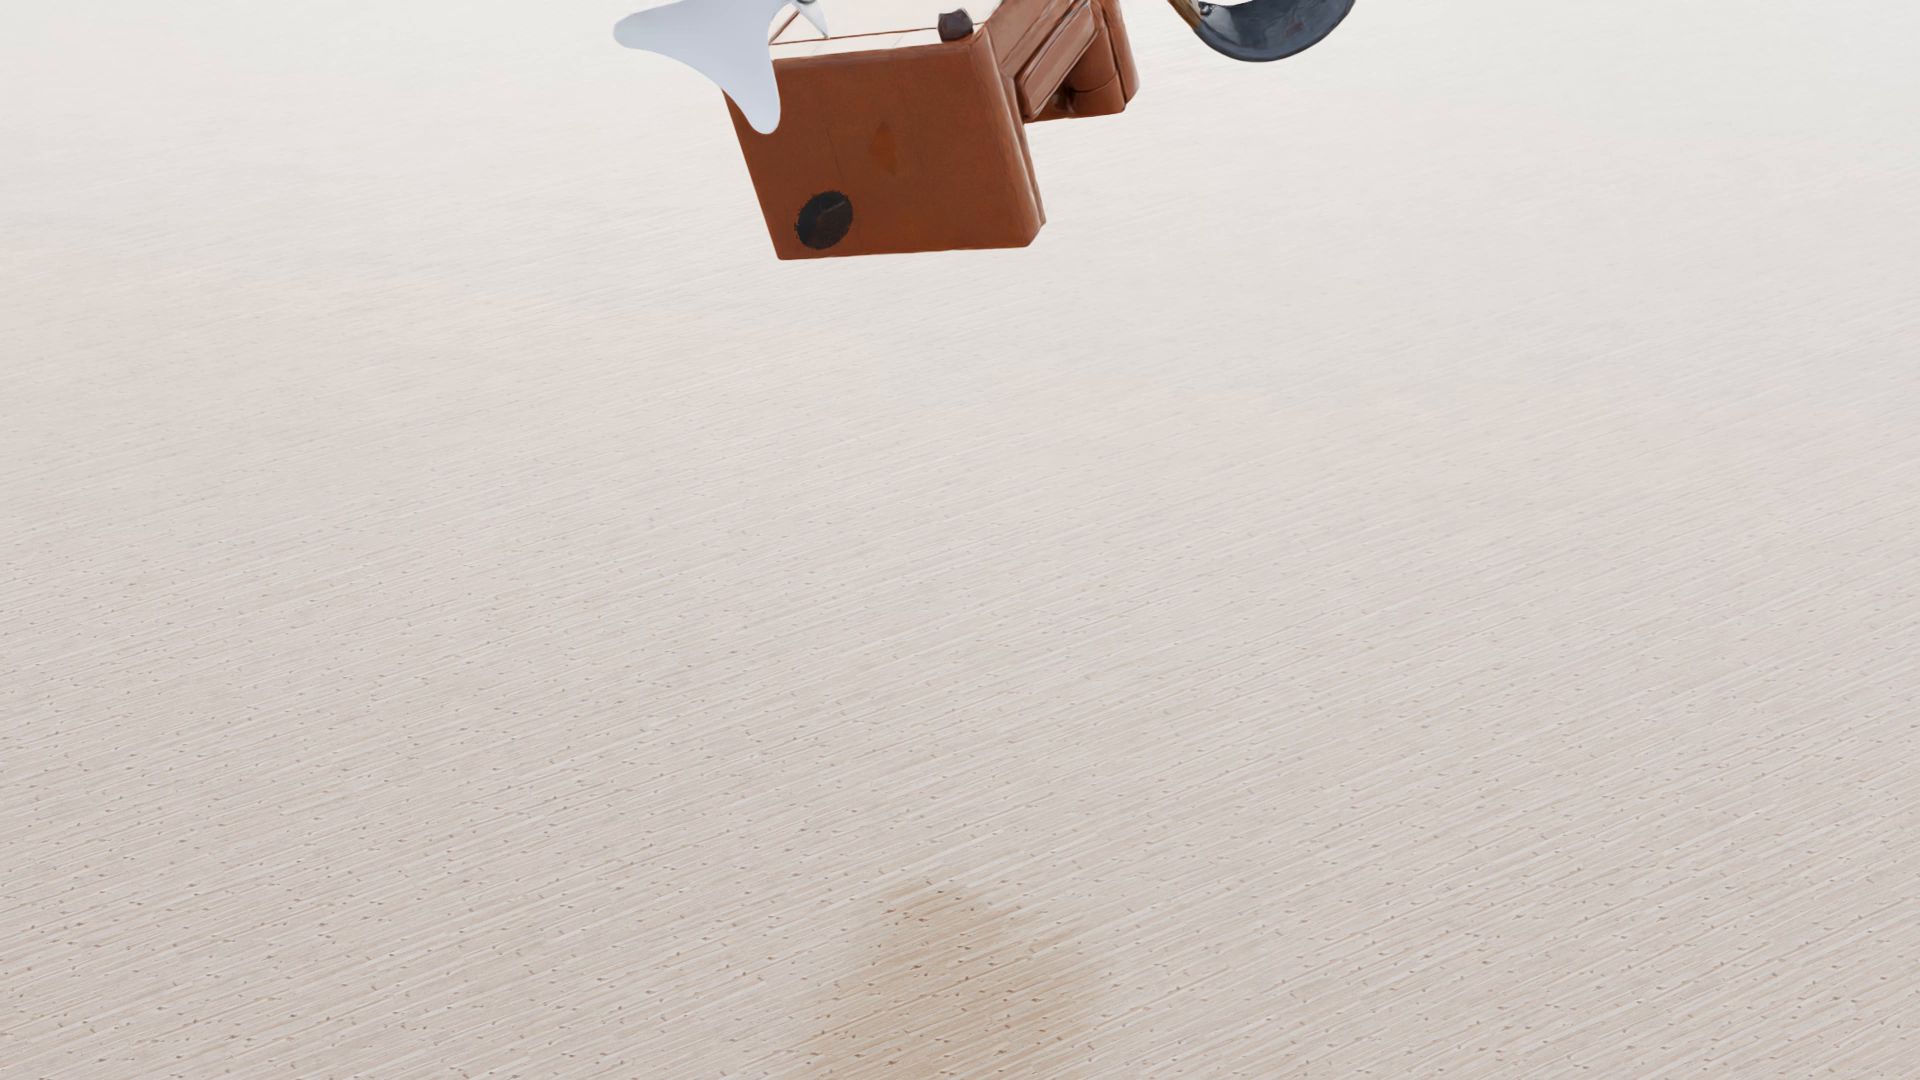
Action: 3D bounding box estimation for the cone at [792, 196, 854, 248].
[{"bbox_3d":[-0.426,-0.986,8.908,0.190,0.194,0.074,-12,45,-11],"label":"cone"}]
